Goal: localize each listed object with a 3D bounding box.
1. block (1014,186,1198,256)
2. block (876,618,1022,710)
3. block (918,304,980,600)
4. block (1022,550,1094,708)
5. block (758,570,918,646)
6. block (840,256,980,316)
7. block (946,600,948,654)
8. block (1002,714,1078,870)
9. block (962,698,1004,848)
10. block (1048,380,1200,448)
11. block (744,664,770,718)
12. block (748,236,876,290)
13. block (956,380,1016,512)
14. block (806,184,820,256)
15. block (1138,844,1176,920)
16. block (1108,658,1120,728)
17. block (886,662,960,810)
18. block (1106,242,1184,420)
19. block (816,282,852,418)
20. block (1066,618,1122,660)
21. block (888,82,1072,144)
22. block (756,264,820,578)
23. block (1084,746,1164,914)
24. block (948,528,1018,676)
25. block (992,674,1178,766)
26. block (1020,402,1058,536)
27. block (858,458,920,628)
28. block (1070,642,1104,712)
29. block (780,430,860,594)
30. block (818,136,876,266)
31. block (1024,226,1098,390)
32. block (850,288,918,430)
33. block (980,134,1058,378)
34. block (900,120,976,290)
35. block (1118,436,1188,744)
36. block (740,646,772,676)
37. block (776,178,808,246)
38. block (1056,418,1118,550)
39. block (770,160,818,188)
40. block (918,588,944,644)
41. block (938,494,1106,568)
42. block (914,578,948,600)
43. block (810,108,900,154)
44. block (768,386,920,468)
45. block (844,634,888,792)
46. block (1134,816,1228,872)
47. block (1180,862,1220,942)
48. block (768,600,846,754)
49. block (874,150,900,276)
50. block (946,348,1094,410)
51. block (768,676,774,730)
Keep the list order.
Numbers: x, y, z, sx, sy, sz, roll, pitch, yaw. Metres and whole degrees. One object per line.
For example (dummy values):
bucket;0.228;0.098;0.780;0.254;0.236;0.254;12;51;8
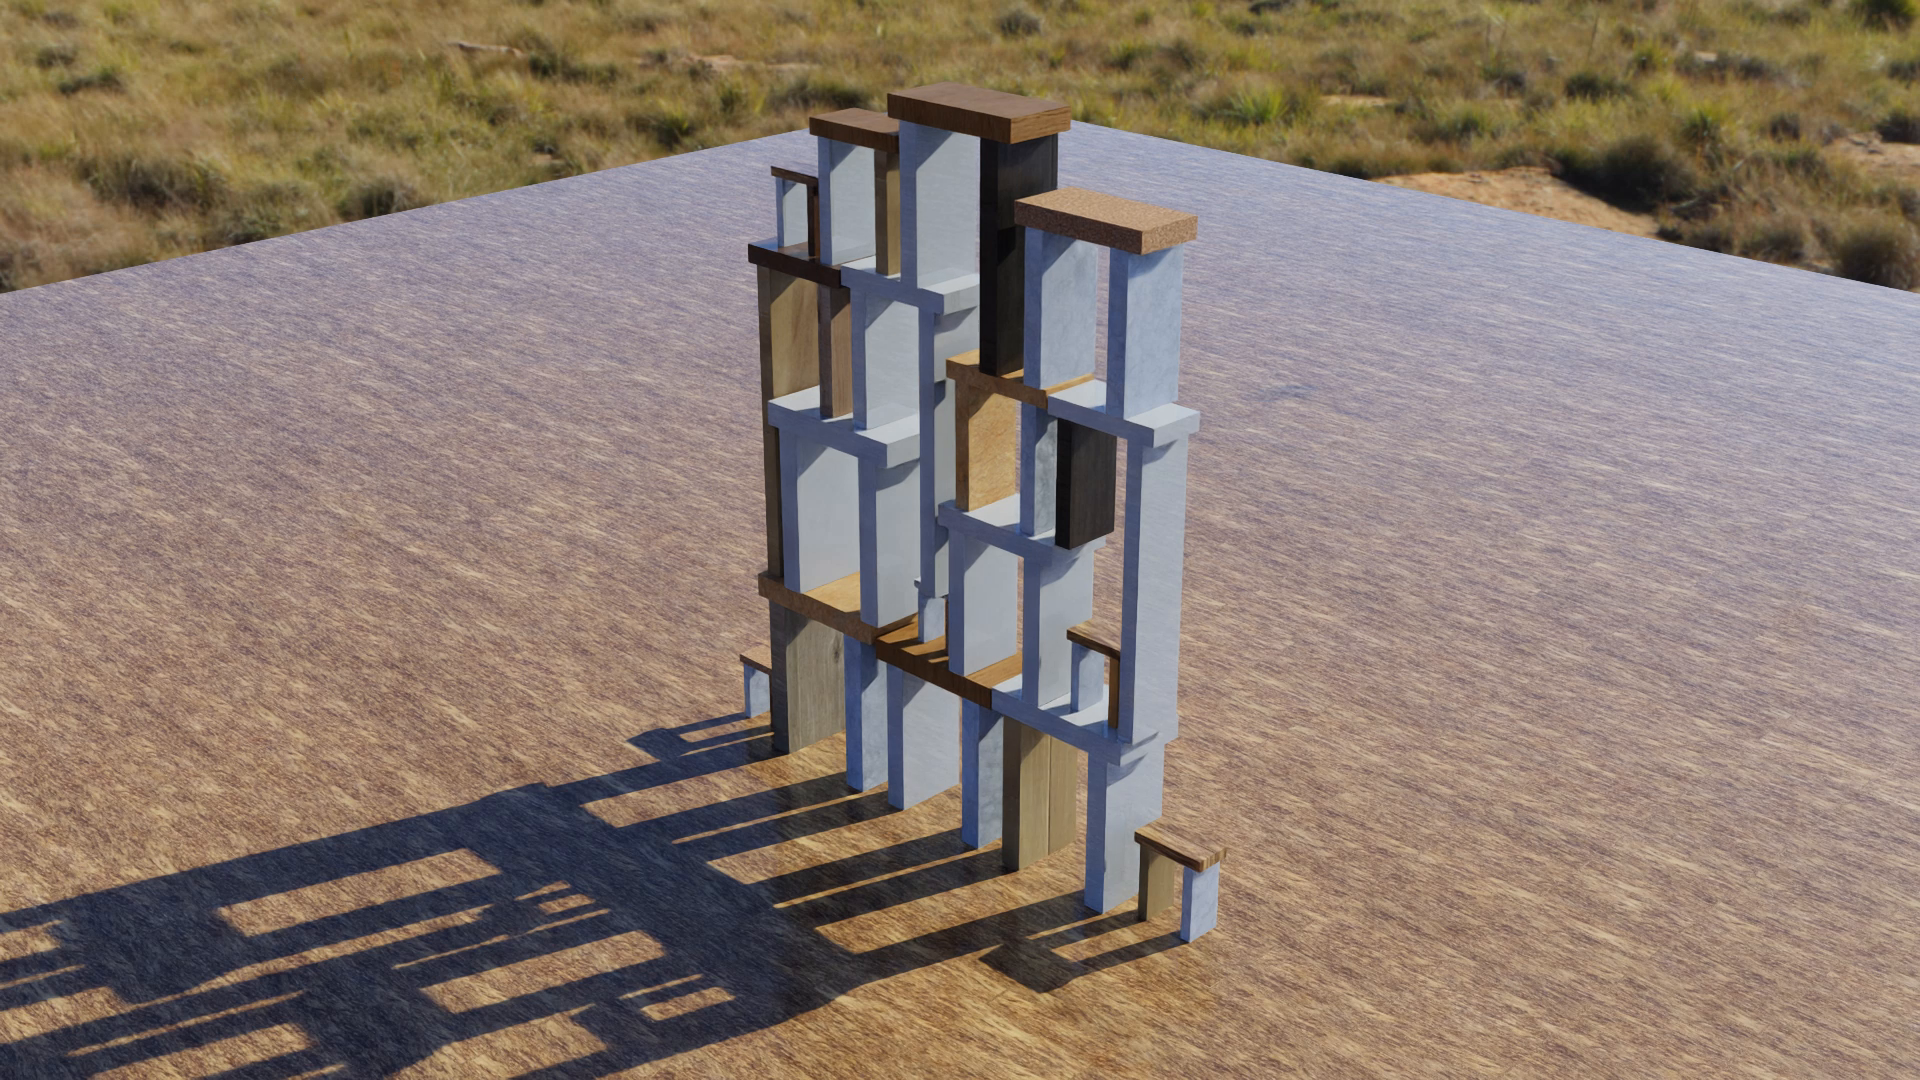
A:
block;0.246;-0.544;3.733;0.286;0.041;0.143;21;31;40
block;0.001;0.237;4.329;0.159;0.045;0.319;-21;31;-41
block;-0.013;-0.175;4.172;0.039;0.574;0.138;21;31;40
block;0.181;0.151;4.085;0.041;0.291;0.145;21;31;41
block;-0.238;0.116;4.537;0.346;0.049;0.173;21;31;41
block;-0.078;-0.482;4.112;0.276;0.039;0.138;21;31;41
block;-0.003;0.163;4.299;0.057;0.114;0.016;-21;31;-41
block;0.155;0.462;4.257;0.046;0.324;0.162;21;31;41
block;0.076;0.434;4.331;0.045;0.319;0.159;21;31;41
block;0.283;-0.221;3.818;0.243;0.034;0.121;21;31;41
block;-0.444;0.321;4.839;0.018;0.129;0.064;21;31;41
block;-0.277;-0.548;4.293;0.266;0.038;0.133;21;31;41
block;0.048;-0.189;4.091;0.035;0.249;0.125;21;31;41
block;-0.262;-0.623;4.247;0.019;0.137;0.068;21;31;41
block;0.367;0.624;4.093;0.022;0.155;0.077;21;31;41
block;0.301;0.268;4.005;0.020;0.139;0.069;21;31;41
block;-0.074;0.375;4.469;0.045;0.319;0.159;21;31;41
block;0.314;-0.364;3.736;0.041;0.293;0.143;21;31;41
block;-0.214;-0.383;4.295;0.038;0.266;0.133;21;31;41
block;0.269;0.182;4.004;0.139;0.020;0.069;21;31;41
block;0.031;-0.755;3.872;0.303;0.043;0.152;21;31;40
block;-0.340;-0.250;4.488;0.038;0.663;0.133;21;31;41
block;0.308;0.522;4.116;0.046;0.324;0.162;21;31;41
block;0.044;0.101;4.212;0.041;0.297;0.145;21;31;41
block;0.232;0.322;4.114;0.324;0.046;0.162;21;31;41
block;0.165;-0.143;3.983;0.035;0.249;0.125;21;31;41
block;-0.118;-0.016;4.341;0.049;0.347;0.174;21;31;41
block;0.236;0.242;4.065;0.069;0.139;0.020;-21;31;-41
block;-0.282;-0.080;4.492;0.049;0.347;0.174;21;31;41
block;-0.214;-0.655;4.185;0.033;0.244;0.116;21;31;41
block;0.177;-0.420;3.859;0.041;0.286;0.143;21;31;41
block;-0.144;-0.363;4.233;0.138;0.276;0.039;-21;31;-41
block;0.103;-0.512;3.898;0.152;0.425;0.043;-21;31;-41
block;-0.040;-0.623;4.005;0.043;0.303;0.152;21;31;40
block;0.340;0.082;3.885;0.034;0.575;0.121;21;31;41
block;-0.413;0.265;4.782;0.129;0.018;0.064;21;31;41
block;-0.327;-0.648;4.307;0.019;0.137;0.068;21;31;41
block;0.226;-0.115;3.925;0.034;0.243;0.121;21;31;40
block;-0.295;-0.708;4.247;0.137;0.019;0.068;21;31;40
block;-0.057;0.142;4.349;0.057;0.114;0.016;-21;31;-41
block;0.113;-0.028;4.083;0.291;0.041;0.145;21;31;41
block;-0.029;0.092;4.299;0.114;0.016;0.057;21;31;40
block;-0.159;-0.761;4.081;0.232;0.033;0.116;21;31;40
block;-0.200;-0.230;4.339;0.347;0.049;0.174;21;31;41
block;-0.156;0.330;4.539;0.049;0.346;0.173;21;31;41
block;0.403;0.557;4.025;0.155;0.022;0.077;21;31;41
block;0.440;0.652;4.026;0.022;0.155;0.077;21;31;41
block;-0.320;0.266;4.689;0.049;0.346;0.173;21;31;41
block;-0.104;-0.617;4.082;0.033;0.232;0.116;21;31;40
block;0.106;-0.297;3.981;0.125;0.035;0.249;-21;31;-41
block;-0.383;0.345;4.783;0.018;0.129;0.064;21;31;41
